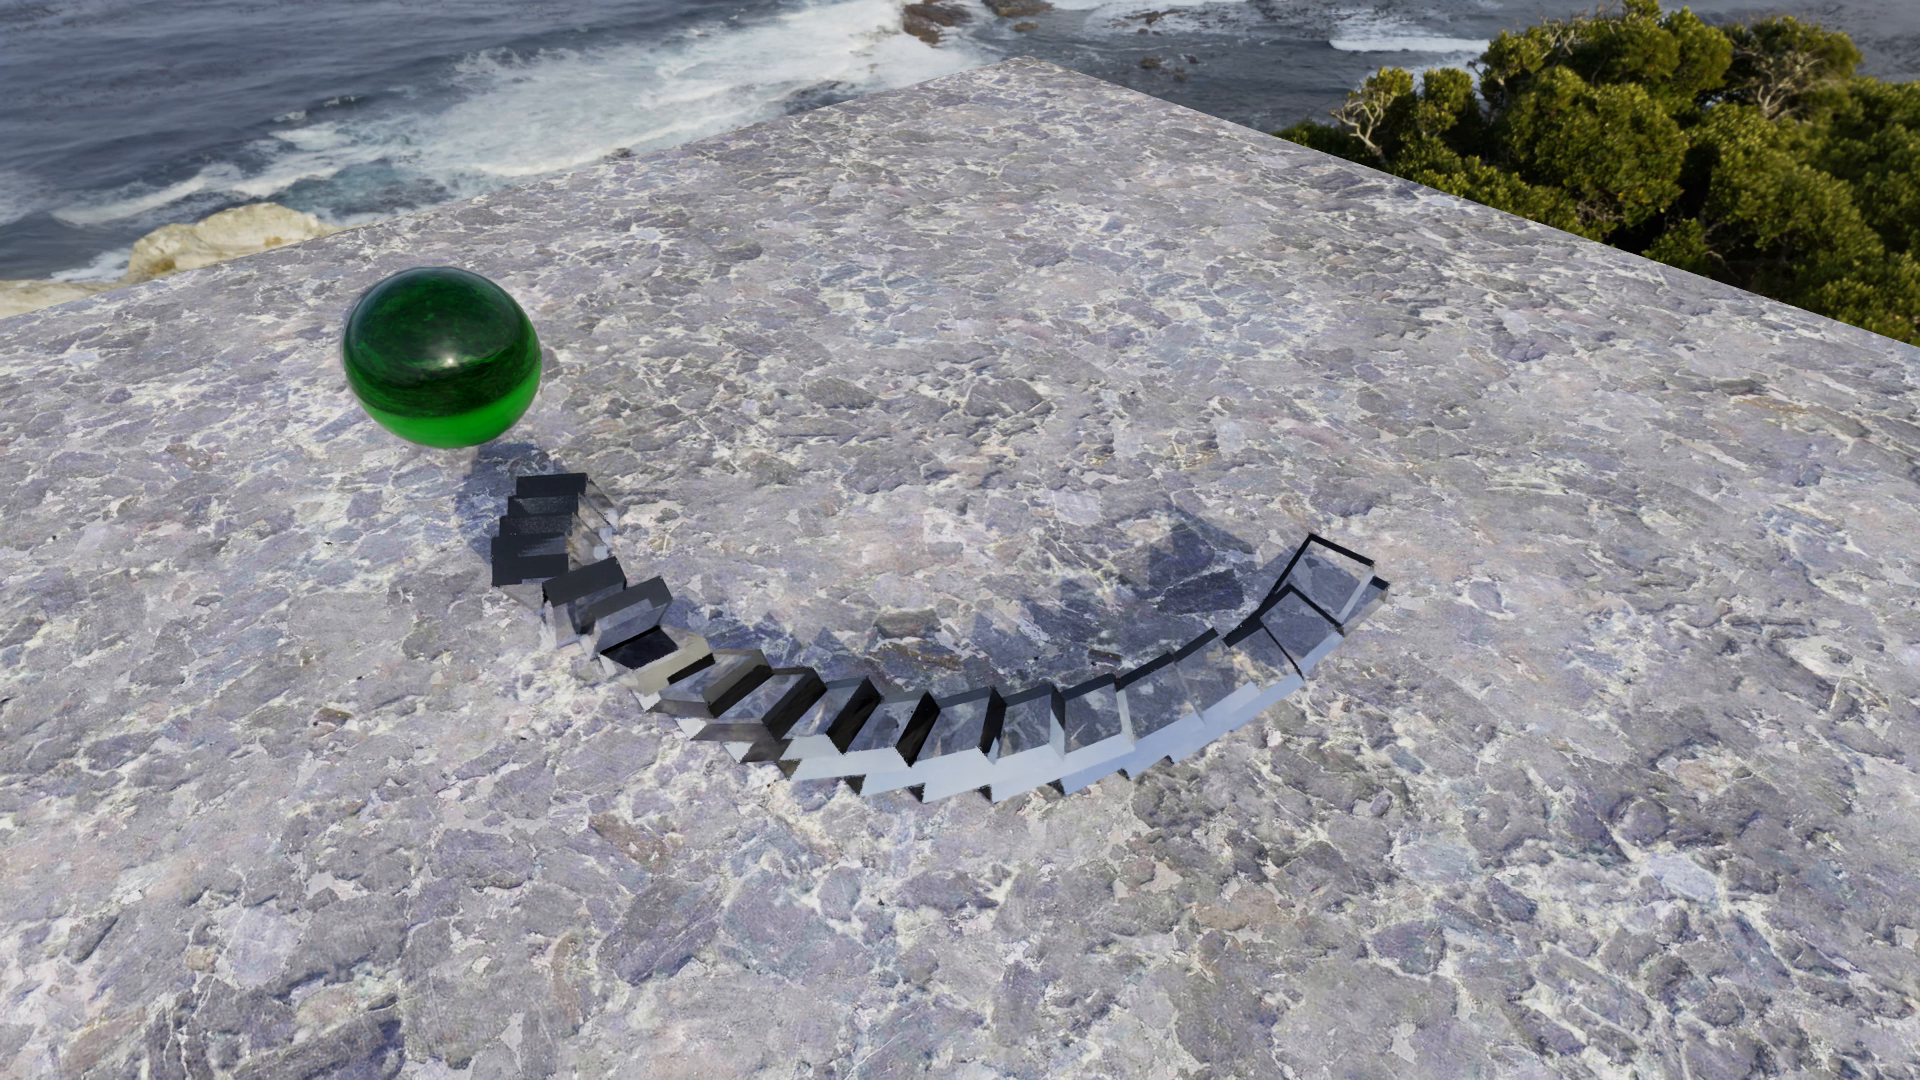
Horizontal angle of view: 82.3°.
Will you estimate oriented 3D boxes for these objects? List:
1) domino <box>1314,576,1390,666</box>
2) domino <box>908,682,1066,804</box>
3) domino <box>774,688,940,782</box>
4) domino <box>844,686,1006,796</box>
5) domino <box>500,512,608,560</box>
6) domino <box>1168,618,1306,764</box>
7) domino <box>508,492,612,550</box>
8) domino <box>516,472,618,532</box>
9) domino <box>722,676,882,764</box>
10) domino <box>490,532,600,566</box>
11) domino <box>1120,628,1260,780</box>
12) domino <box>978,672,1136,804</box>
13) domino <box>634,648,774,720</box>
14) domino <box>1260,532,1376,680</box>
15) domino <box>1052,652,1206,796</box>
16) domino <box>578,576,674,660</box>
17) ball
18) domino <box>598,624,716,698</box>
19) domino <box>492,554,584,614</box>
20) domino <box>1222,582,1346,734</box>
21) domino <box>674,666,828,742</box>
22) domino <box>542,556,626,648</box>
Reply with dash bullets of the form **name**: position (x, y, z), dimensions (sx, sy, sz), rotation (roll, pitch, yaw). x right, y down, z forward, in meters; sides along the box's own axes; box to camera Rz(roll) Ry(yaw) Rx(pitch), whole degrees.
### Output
- **domino**: position (0.136, 0.026, 0.412), dimensions (0.050, 0.010, 0.025), rotation (-31, 48, -32)
- **domino**: position (0.008, 0.064, 0.347), dimensions (0.050, 0.010, 0.025), rotation (-21, 34, 22)
- **domino**: position (-0.033, 0.062, 0.349), dimensions (0.050, 0.009, 0.025), rotation (-13, 30, 33)
- **domino**: position (-0.011, 0.064, 0.347), dimensions (0.050, 0.010, 0.025), rotation (-18, 33, 27)
- **domino**: position (-0.151, 0.001, 0.413), dimensions (0.025, 0.050, 0.009), rotation (-4, 76, -5)
- **domino**: position (0.086, 0.050, 0.366), dimensions (0.050, 0.009, 0.025), rotation (-32, 43, 4)
- **domino**: position (-0.152, -0.006, 0.422), dimensions (0.025, 0.050, 0.009), rotation (-4, 76, -5)
- **domino**: position (-0.153, -0.013, 0.431), dimensions (0.025, 0.050, 0.009), rotation (-4, 76, -5)
- **domino**: position (-0.051, 0.058, 0.352), dimensions (0.050, 0.009, 0.025), rotation (-13, 28, 39)
- **domino**: position (-0.150, 0.009, 0.404), dimensions (0.025, 0.050, 0.010), rotation (-4, 76, -4)
- **domino**: position (0.069, 0.053, 0.358), dimensions (0.050, 0.010, 0.025), rotation (-35, 43, 7)
- **domino**: position (0.029, 0.063, 0.348), dimensions (0.050, 0.010, 0.025), rotation (-25, 36, 18)
- **domino**: position (-0.086, 0.047, 0.366), dimensions (0.050, 0.009, 0.025), rotation (-6, 25, 49)
- **domino**: position (0.124, 0.024, 0.393), dimensions (0.025, 0.009, 0.050), rotation (29, 74, 33)
- **domino**: position (0.050, 0.059, 0.352), dimensions (0.050, 0.010, 0.025), rotation (-30, 41, 13)
- **domino**: position (-0.117, 0.028, 0.382), dimensions (0.025, 0.050, 0.010), rotation (-26, 85, -28)
- **ball**: position (-0.227, -0.080, 0.485), dimensions (0.080, 0.080, 0.080), rotation (0, 39, 0)
- **domino**: position (-0.104, 0.040, 0.375), dimensions (0.025, 0.010, 0.050), rotation (-26, 14, -28)
- **domino**: position (-0.147, 0.016, 0.395), dimensions (0.025, 0.050, 0.010), rotation (-4, 76, -5)
- **domino**: position (0.104, 0.040, 0.378), dimensions (0.050, 0.010, 0.025), rotation (-39, 48, -4)
- **domino**: position (-0.069, 0.054, 0.358), dimensions (0.050, 0.009, 0.025), rotation (-9, 28, 45)
- **domino**: position (-0.132, 0.022, 0.386), dimensions (0.025, 0.050, 0.010), rotation (-22, 78, -25)
